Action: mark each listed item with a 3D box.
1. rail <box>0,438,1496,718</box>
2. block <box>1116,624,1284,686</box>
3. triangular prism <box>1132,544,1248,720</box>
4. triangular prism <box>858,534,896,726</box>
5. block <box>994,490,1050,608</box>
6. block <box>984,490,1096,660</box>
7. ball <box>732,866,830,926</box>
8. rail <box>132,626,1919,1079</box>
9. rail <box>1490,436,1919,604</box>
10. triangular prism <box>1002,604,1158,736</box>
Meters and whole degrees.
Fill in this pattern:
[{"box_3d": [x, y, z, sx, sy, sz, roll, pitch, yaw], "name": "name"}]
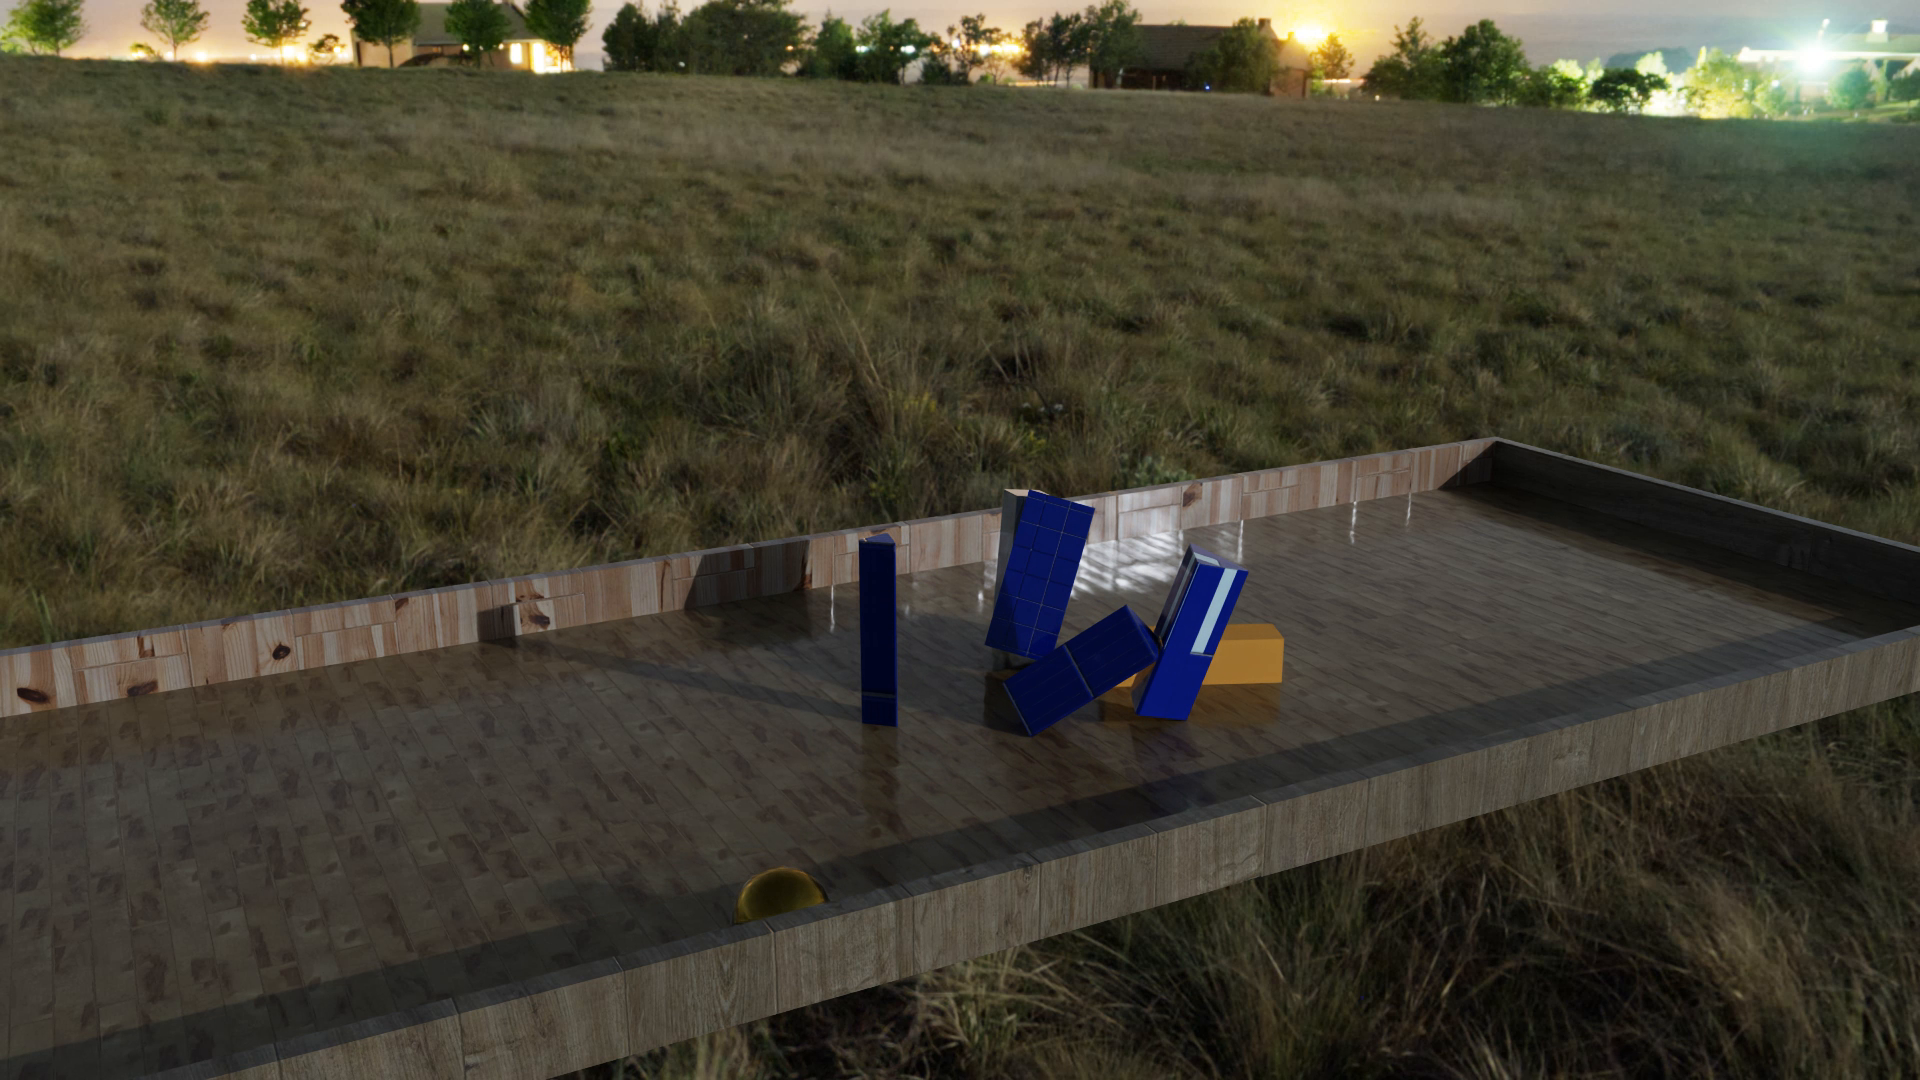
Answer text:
[{"box_3d": [-3.305, 0.497, 3.399, 12.000, 0.150, 0.050, -9, 18, -27], "name": "rail"}, {"box_3d": [0.581, 0.290, 4.162, 0.445, 0.116, 0.116, -1, 16, -4], "name": "block"}, {"box_3d": [0.507, 0.211, 3.865, 0.154, 0.392, 0.133, 9, 19, -33], "name": "triangular prism"}, {"box_3d": [-0.180, 0.209, 3.849, 0.087, 0.448, 0.075, 5, 17, 15], "name": "triangular prism"}, {"box_3d": [0.165, 0.068, 4.400, 0.102, 0.393, 0.102, 1, 11, -19], "name": "block"}, {"box_3d": [0.203, 0.092, 4.214, 0.172, 0.406, 0.172, 16, 1, 2], "name": "block"}, {"box_3d": [-0.306, 0.649, 2.841, 0.172, 0.172, 0.172, 0, 16, 0], "name": "ball"}, {"box_3d": [-2.336, 1.006, 1.665, 12.000, 0.150, 0.050, -9, 18, -27], "name": "rail"}, {"box_3d": [2.466, -0.048, 5.253, 0.050, 0.150, 2.100, -9, 18, -27], "name": "rail"}, {"box_3d": [0.275, 0.290, 3.817, 0.348, 0.126, 0.146, -33, 10, 15], "name": "triangular prism"}]
